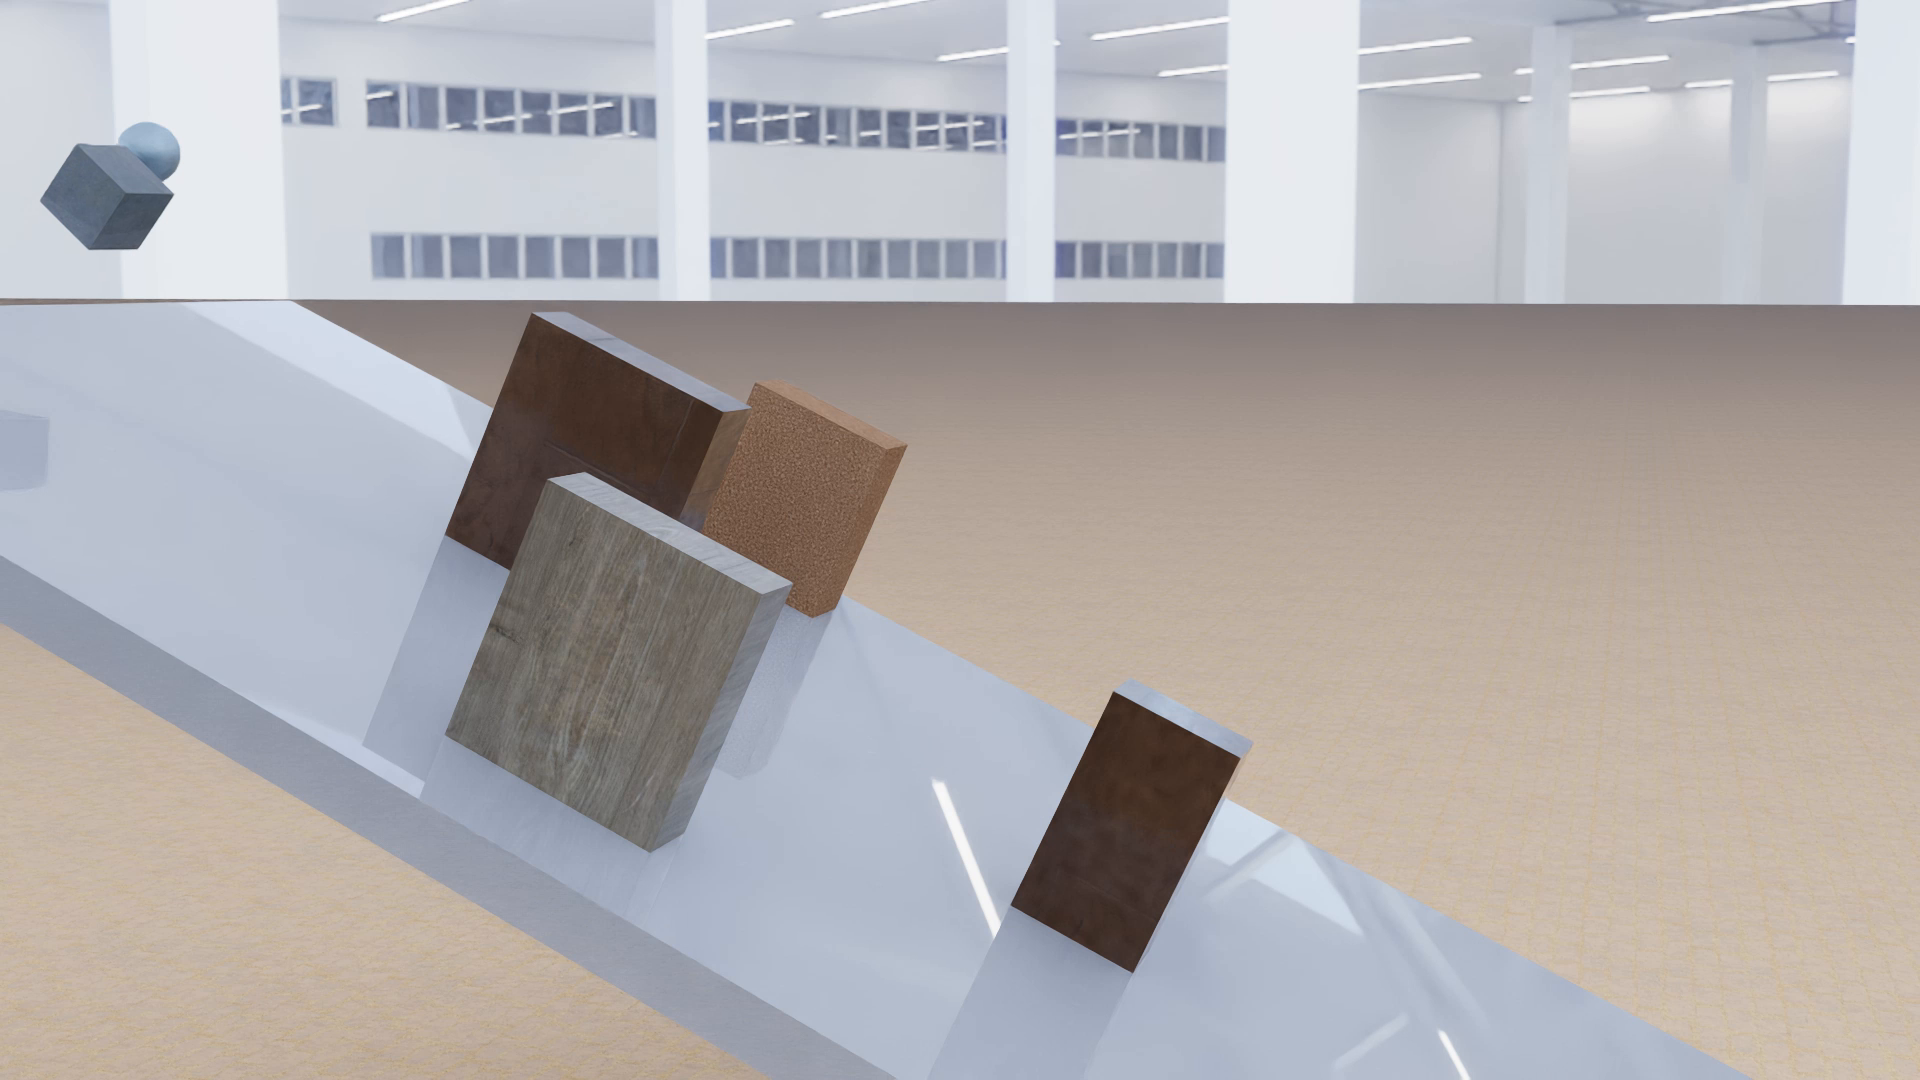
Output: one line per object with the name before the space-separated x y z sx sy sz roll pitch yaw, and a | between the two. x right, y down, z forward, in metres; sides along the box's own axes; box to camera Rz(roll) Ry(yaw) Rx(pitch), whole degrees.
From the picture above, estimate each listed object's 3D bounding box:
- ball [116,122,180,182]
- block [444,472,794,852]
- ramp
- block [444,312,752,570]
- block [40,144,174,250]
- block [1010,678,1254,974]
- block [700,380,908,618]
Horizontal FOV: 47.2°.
ball | -1.768 -0.844 4.791 0.133 0.133 0.133 0 7 0
block | -0.544 0.190 3.491 0.394 0.460 0.129 27 14 12
ramp | -0.266 0.455 4.172 4.000 0.100 2.000 27 14 12
block | -0.721 -0.136 4.371 0.444 0.489 0.146 27 14 12
block | -1.796 -0.721 4.633 0.155 0.155 0.155 44 18 8
block | 0.300 0.497 3.846 0.244 0.432 0.133 27 14 12
block | -0.371 -0.097 4.975 0.340 0.422 0.149 27 14 12
